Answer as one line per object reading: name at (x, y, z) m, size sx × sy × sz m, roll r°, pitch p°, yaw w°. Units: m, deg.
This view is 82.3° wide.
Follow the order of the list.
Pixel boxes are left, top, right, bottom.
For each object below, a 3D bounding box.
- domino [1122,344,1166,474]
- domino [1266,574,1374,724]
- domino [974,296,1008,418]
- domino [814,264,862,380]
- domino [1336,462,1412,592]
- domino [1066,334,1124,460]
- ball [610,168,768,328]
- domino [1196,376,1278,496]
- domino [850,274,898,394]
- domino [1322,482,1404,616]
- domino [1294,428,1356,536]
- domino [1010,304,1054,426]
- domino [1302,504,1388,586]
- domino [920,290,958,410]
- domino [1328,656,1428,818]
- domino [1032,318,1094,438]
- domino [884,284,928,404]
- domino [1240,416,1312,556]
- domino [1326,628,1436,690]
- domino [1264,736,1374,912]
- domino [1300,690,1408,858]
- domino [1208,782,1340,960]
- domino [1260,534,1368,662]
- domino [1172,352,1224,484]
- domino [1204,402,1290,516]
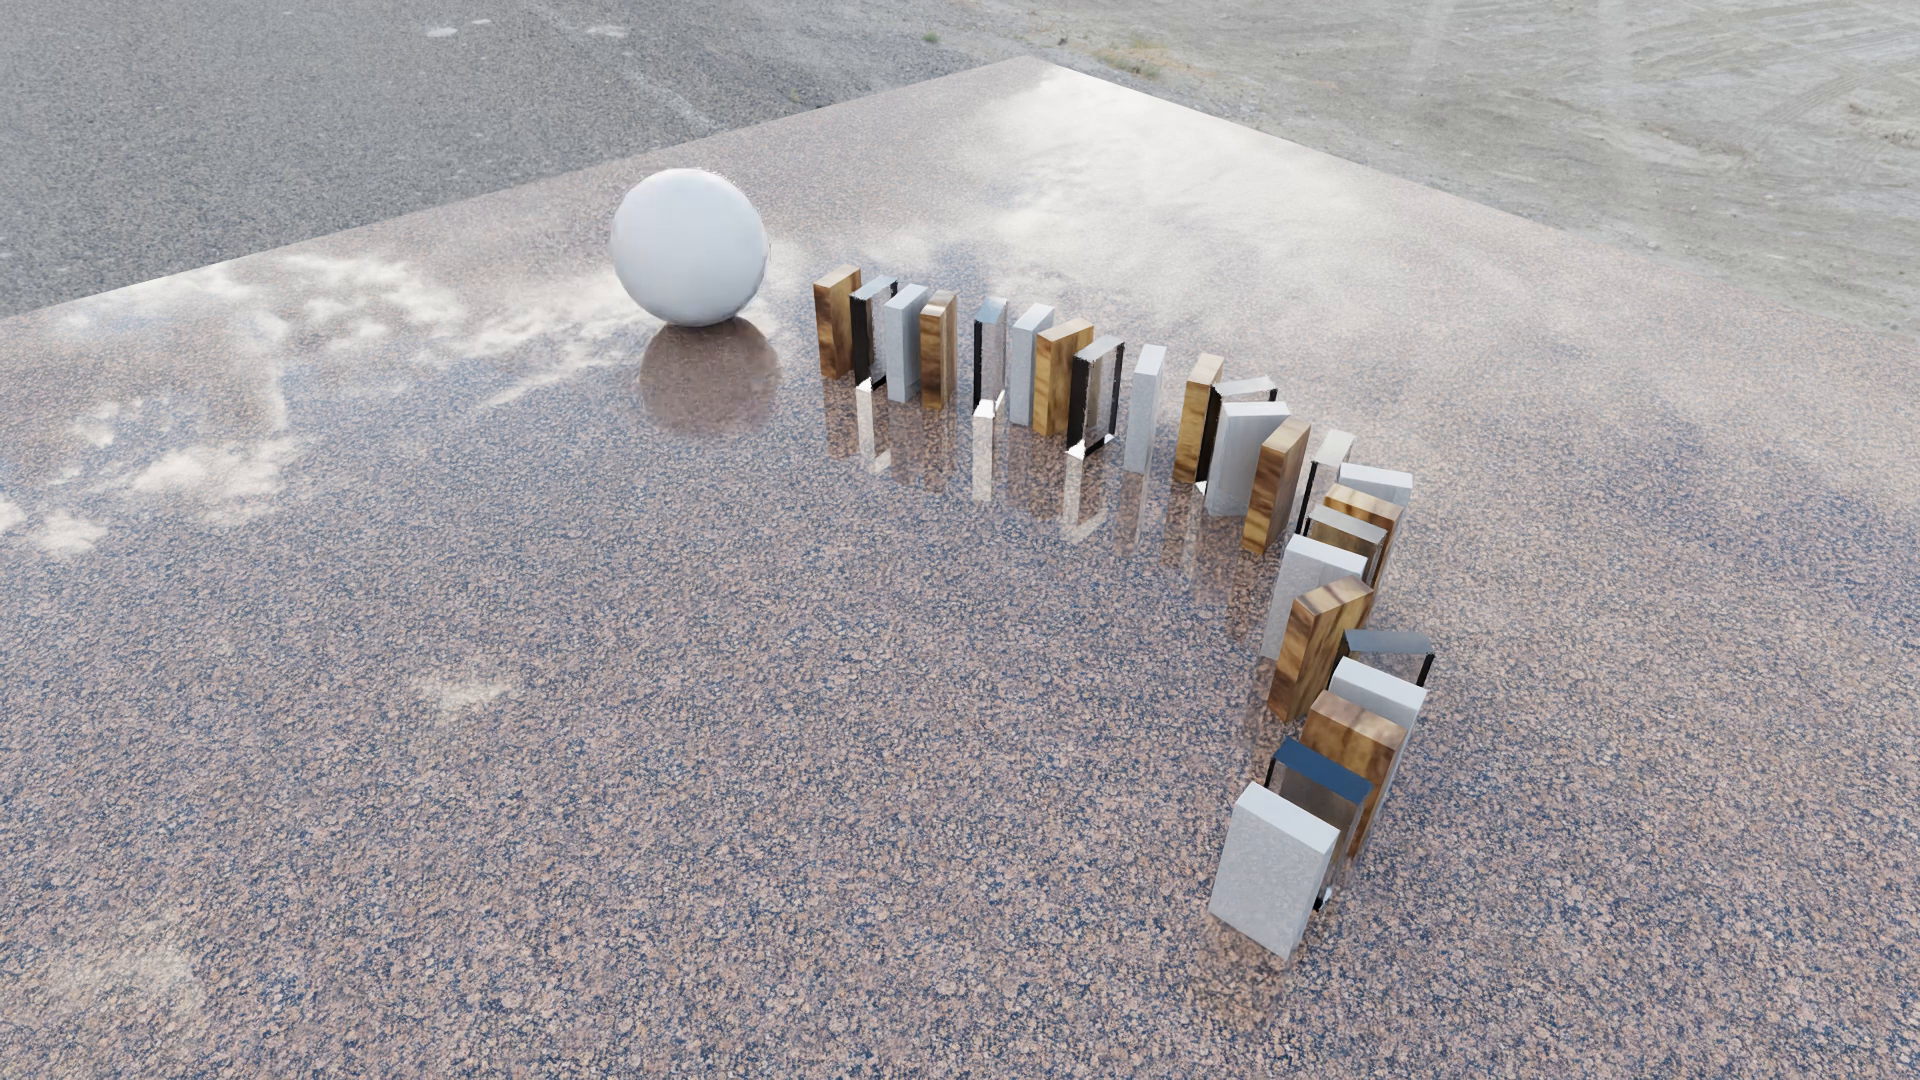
domino at (0.081, -0.057, 0.481) m, size 0.009 × 0.050 × 0.025 m, roll 11°, pitch 41°, yaw 14°
domino at (0.119, 0.037, 0.367) m, size 0.025 × 0.050 × 0.010 m, roll -19°, pitch 43°, yaw -21°
domino at (0.014, -0.085, 0.516) m, size 0.009 × 0.050 × 0.025 m, roll 10°, pitch 40°, yaw 12°
domino at (-0.059, -0.107, 0.543) m, size 0.010 × 0.050 × 0.025 m, roll 22°, pitch 44°, yaw 24°
domino at (0.152, -0.004, 0.417) m, size 0.025 × 0.050 × 0.009 m, roll 11°, pitch 41°, yaw 13°
domino at (0.060, -0.063, 0.489) m, size 0.010 × 0.050 × 0.025 m, roll 29°, pitch 47°, yaw 30°
ball at (-0.141, -0.152, 0.573) m, size 0.080 × 0.080 × 0.080 m, roll 0°, pitch 39°, yaw 0°
domino at (0.116, -0.043, 0.464) m, size 0.025 × 0.050 × 0.010 m, roll -9°, pitch 40°, yaw -11°
domino at (-0.041, -0.100, 0.533) m, size 0.009 × 0.050 × 0.025 m, roll 23°, pitch 44°, yaw 25°
domino at (0.143, 0.006, 0.404) m, size 0.025 × 0.050 × 0.009 m, roll 24°, pitch 45°, yaw 27°
domino at (0.141, -0.016, 0.430) m, size 0.009 × 0.050 × 0.025 m, roll 20°, pitch 43°, yaw 23°
domino at (0.033, -0.081, 0.511) m, size 0.010 × 0.050 × 0.025 m, roll 18°, pitch 43°, yaw 20°
domino at (0.133, 0.014, 0.395) m, size 0.025 × 0.050 × 0.010 m, roll 26°, pitch 46°, yaw 28°
domino at (-0.010, -0.090, 0.521) m, size 0.009 × 0.050 × 0.025 m, roll 11°, pitch 41°, yaw 14°
domino at (0.123, 0.061, 0.337) m, size 0.025 × 0.050 × 0.009 m, roll 23°, pitch 45°, yaw 25°
domino at (0.047, -0.074, 0.502) m, size 0.025 × 0.050 × 0.009 m, roll -26°, pitch 46°, yaw -28°
domino at (-0.025, -0.094, 0.526) m, size 0.009 × 0.050 × 0.025 m, roll 18°, pitch 43°, yaw 21°
domino at (0.125, -0.021, 0.437) m, size 0.010 × 0.050 × 0.025 m, roll 25°, pitch 46°, yaw 28°
domino at (0.130, 0.050, 0.350) m, size 0.025 × 0.050 × 0.010 m, roll 3°, pitch 39°, yaw 3°
domino at (0.098, 0.081, 0.312) m, size 0.025 × 0.050 × 0.009 m, roll 28°, pitch 47°, yaw 30°
domino at (0.112, 0.070, 0.326) m, size 0.025 × 0.050 × 0.010 m, roll 26°, pitch 46°, yaw 29°
domino at (0.085, 0.091, 0.300) m, size 0.025 × 0.050 × 0.010 m, roll 28°, pitch 47°, yaw 29°
domino at (0.122, 0.024, 0.382) m, size 0.025 × 0.050 × 0.010 m, roll 21°, pitch 44°, yaw 23°
domino at (0.103, -0.052, 0.475) m, size 0.009 × 0.050 × 0.025 m, roll 16°, pitch 42°, yaw 19°
domino at (0.117, -0.033, 0.451) m, size 0.025 × 0.050 × 0.009 m, roll -2°, pitch 39°, yaw -2°
